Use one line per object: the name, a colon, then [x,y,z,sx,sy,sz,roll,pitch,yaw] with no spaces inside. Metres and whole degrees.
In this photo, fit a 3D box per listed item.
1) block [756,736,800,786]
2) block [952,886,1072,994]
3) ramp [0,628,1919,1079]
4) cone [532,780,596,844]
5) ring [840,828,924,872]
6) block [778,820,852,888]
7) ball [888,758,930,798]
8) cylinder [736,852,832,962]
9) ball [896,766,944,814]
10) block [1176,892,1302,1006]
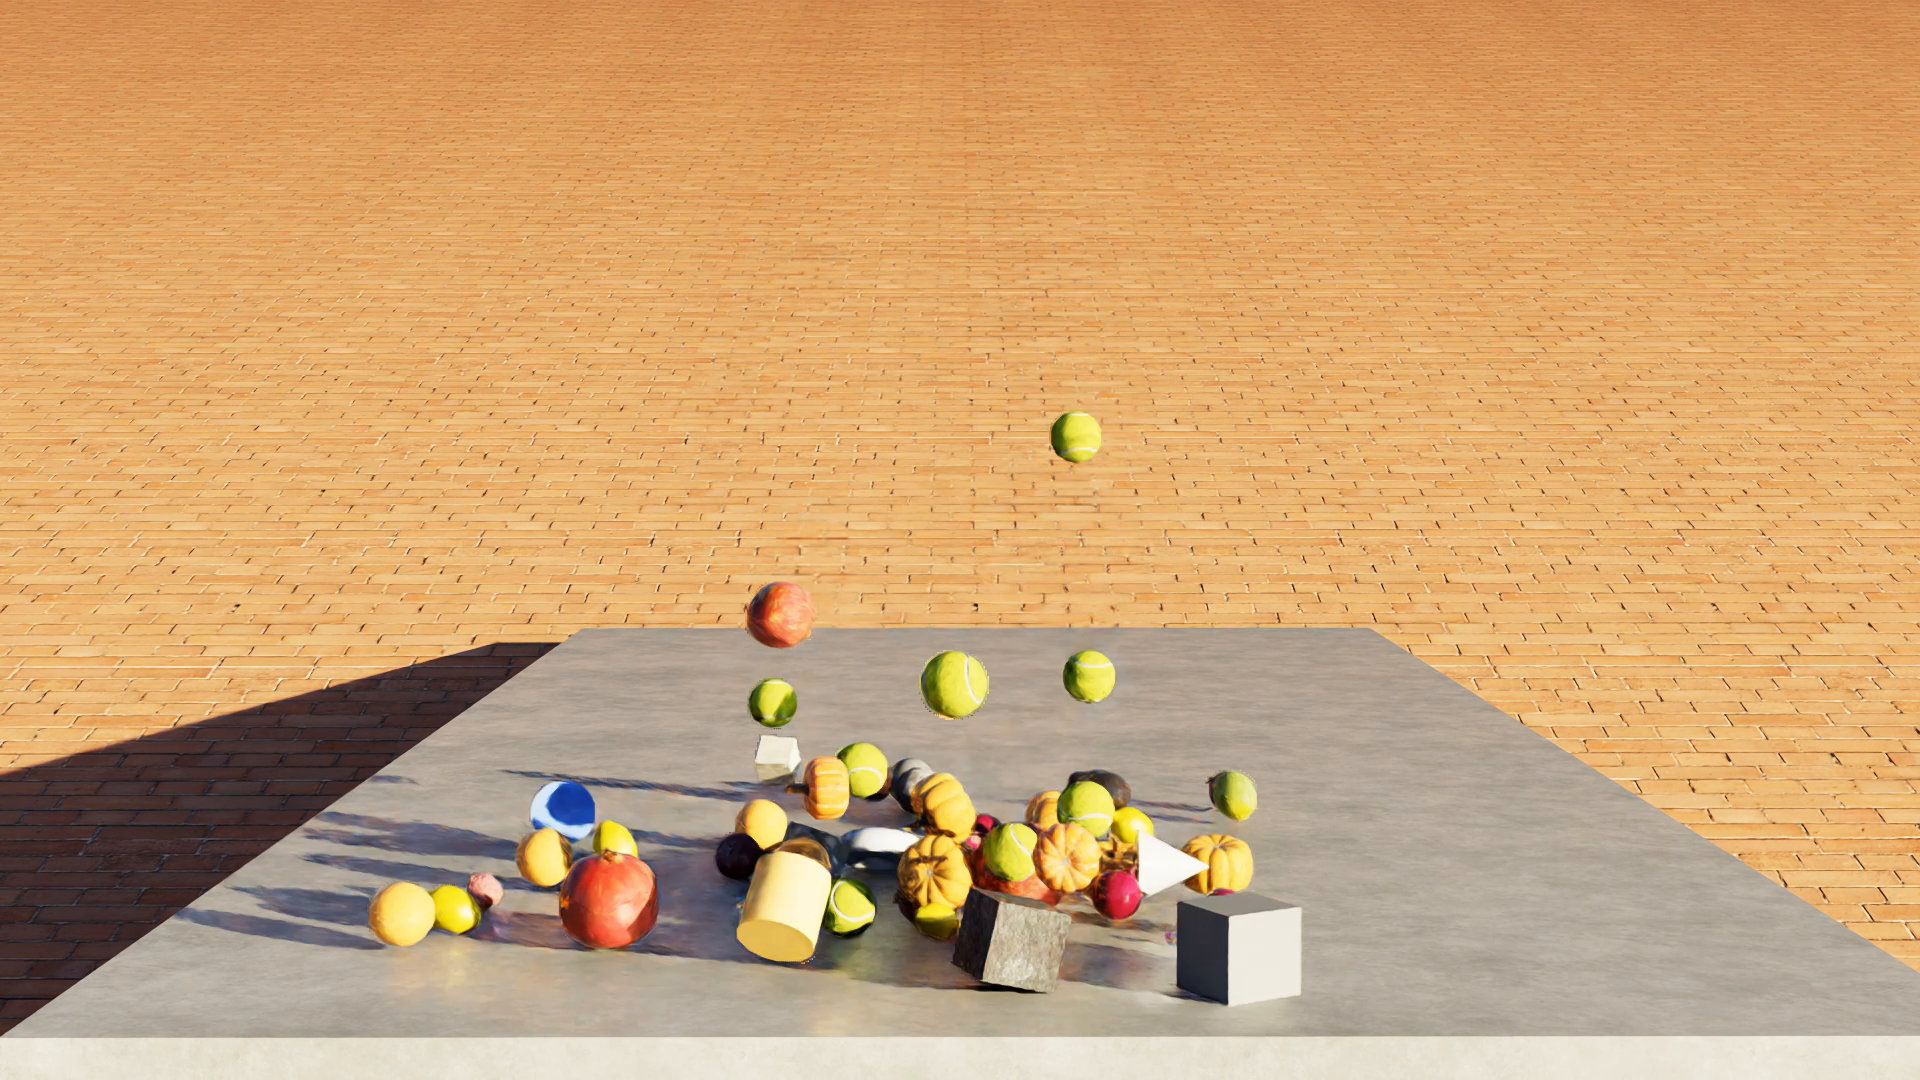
block: [-0.277,0.336,3.899,0.052,0.052,0.052,1,45,10]
block: [0.054,0.426,2.738,0.085,0.085,0.085,14,-2,-22]
ramp: [0.045,0.407,4.538,2.000,0.100,4.000,0,4,0]
cone: [-0.545,0.370,3.550,0.088,0.088,0.088,-2,4,-5]
ring: [-0.104,0.404,3.344,0.116,0.039,0.116,2,-20,1]
block: [-0.188,0.401,3.270,0.063,0.063,0.063,24,-10,-31]
ball: [-0.075,0.366,3.888,0.070,0.070,0.070,0,19,0]
cylinder: [-0.193,0.404,2.825,0.087,0.087,0.087,4,51,12]
ball: [-0.060,0.371,3.803,0.071,0.071,0.071,0,19,0]
block: [0.296,0.432,2.723,0.094,0.094,0.094,-2,4,-30]
